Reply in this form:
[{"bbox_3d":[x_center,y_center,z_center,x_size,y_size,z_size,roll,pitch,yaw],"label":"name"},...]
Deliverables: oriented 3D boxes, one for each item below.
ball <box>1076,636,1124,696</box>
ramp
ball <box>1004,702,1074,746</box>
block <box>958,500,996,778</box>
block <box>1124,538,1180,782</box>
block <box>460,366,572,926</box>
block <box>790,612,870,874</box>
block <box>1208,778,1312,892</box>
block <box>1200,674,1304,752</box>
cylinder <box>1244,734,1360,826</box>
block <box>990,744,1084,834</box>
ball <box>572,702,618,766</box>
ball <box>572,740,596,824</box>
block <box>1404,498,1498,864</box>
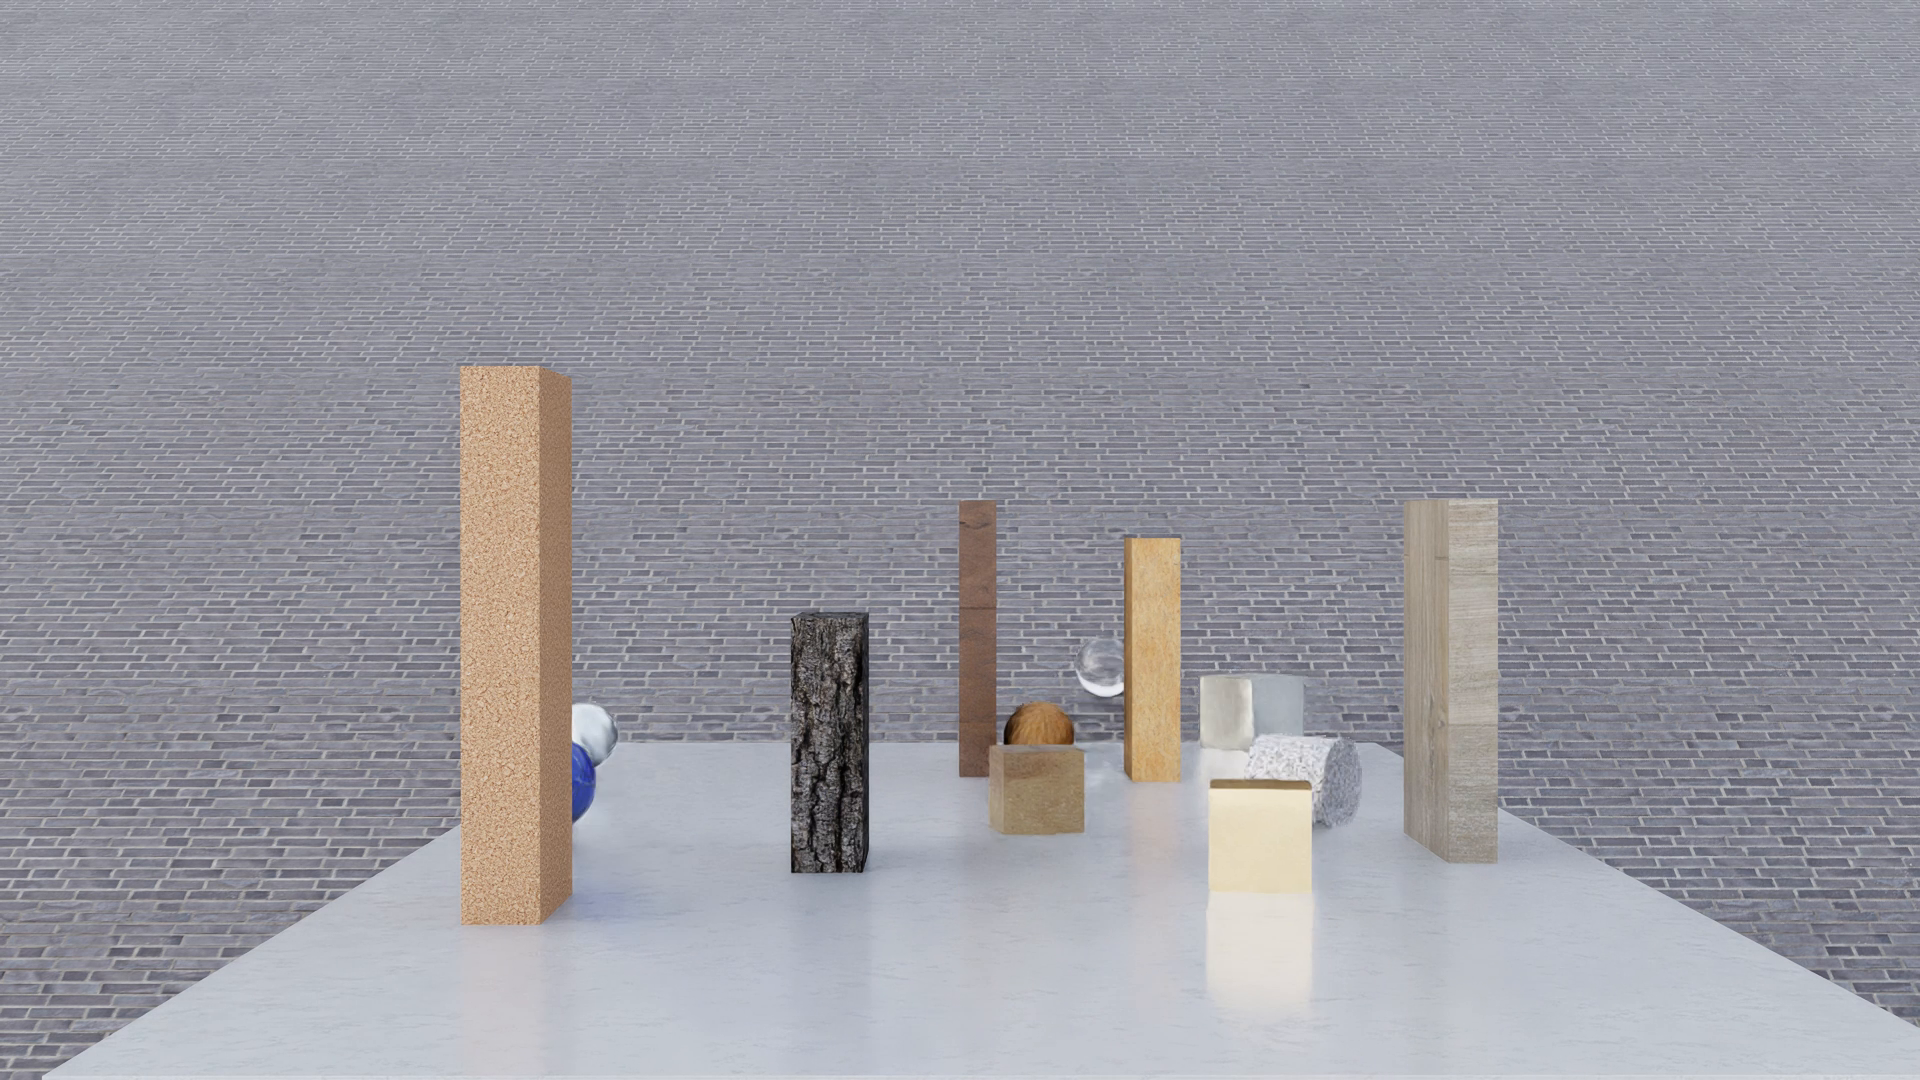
[{"bbox_3d":[0.393,0.341,6.965,0.162,0.162,0.162,0,29,0],"label":"ball"},{"bbox_3d":[0.065,0.582,4.629,2.000,0.100,4.000,0,0,0],"label":"ramp"},{"bbox_3d":[0.178,0.446,5.829,0.158,0.158,0.158,0,29,0],"label":"ball"},{"bbox_3d":[0.039,0.218,5.911,0.083,0.612,0.368,0,0,0],"label":"block"},{"bbox_3d":[0.426,0.260,5.754,0.105,0.529,0.274,0,0,0],"label":"block"},{"bbox_3d":[-0.643,0.147,3.768,0.110,0.782,0.306,0,0,0],"label":"block"},{"bbox_3d":[-0.214,0.330,4.306,0.115,0.409,0.306,0,0,0],"label":"block"},{"bbox_3d":[0.467,0.458,4.019,0.156,0.156,0.156,0,0,7],"label":"block"},{"bbox_3d":[0.730,0.430,6.467,0.180,0.180,0.180,0,0,-39],"label":"block"},{"bbox_3d":[0.636,0.445,4.797,0.160,0.160,0.160,1,25,34],"label":"cylinder"},{"bbox_3d":[0.141,0.457,4.751,0.149,0.149,0.149,0,0,-10],"label":"block"},{"bbox_3d":[-0.863,0.449,5.937,0.152,0.152,0.152,0,29,0],"label":"ball"},{"bbox_3d":[-0.753,0.443,4.716,0.178,0.178,0.178,0,29,0],"label":"ball"},{"bbox_3d":[0.847,0.232,4.481,0.081,0.602,0.432,0,0,0],"label":"block"}]
